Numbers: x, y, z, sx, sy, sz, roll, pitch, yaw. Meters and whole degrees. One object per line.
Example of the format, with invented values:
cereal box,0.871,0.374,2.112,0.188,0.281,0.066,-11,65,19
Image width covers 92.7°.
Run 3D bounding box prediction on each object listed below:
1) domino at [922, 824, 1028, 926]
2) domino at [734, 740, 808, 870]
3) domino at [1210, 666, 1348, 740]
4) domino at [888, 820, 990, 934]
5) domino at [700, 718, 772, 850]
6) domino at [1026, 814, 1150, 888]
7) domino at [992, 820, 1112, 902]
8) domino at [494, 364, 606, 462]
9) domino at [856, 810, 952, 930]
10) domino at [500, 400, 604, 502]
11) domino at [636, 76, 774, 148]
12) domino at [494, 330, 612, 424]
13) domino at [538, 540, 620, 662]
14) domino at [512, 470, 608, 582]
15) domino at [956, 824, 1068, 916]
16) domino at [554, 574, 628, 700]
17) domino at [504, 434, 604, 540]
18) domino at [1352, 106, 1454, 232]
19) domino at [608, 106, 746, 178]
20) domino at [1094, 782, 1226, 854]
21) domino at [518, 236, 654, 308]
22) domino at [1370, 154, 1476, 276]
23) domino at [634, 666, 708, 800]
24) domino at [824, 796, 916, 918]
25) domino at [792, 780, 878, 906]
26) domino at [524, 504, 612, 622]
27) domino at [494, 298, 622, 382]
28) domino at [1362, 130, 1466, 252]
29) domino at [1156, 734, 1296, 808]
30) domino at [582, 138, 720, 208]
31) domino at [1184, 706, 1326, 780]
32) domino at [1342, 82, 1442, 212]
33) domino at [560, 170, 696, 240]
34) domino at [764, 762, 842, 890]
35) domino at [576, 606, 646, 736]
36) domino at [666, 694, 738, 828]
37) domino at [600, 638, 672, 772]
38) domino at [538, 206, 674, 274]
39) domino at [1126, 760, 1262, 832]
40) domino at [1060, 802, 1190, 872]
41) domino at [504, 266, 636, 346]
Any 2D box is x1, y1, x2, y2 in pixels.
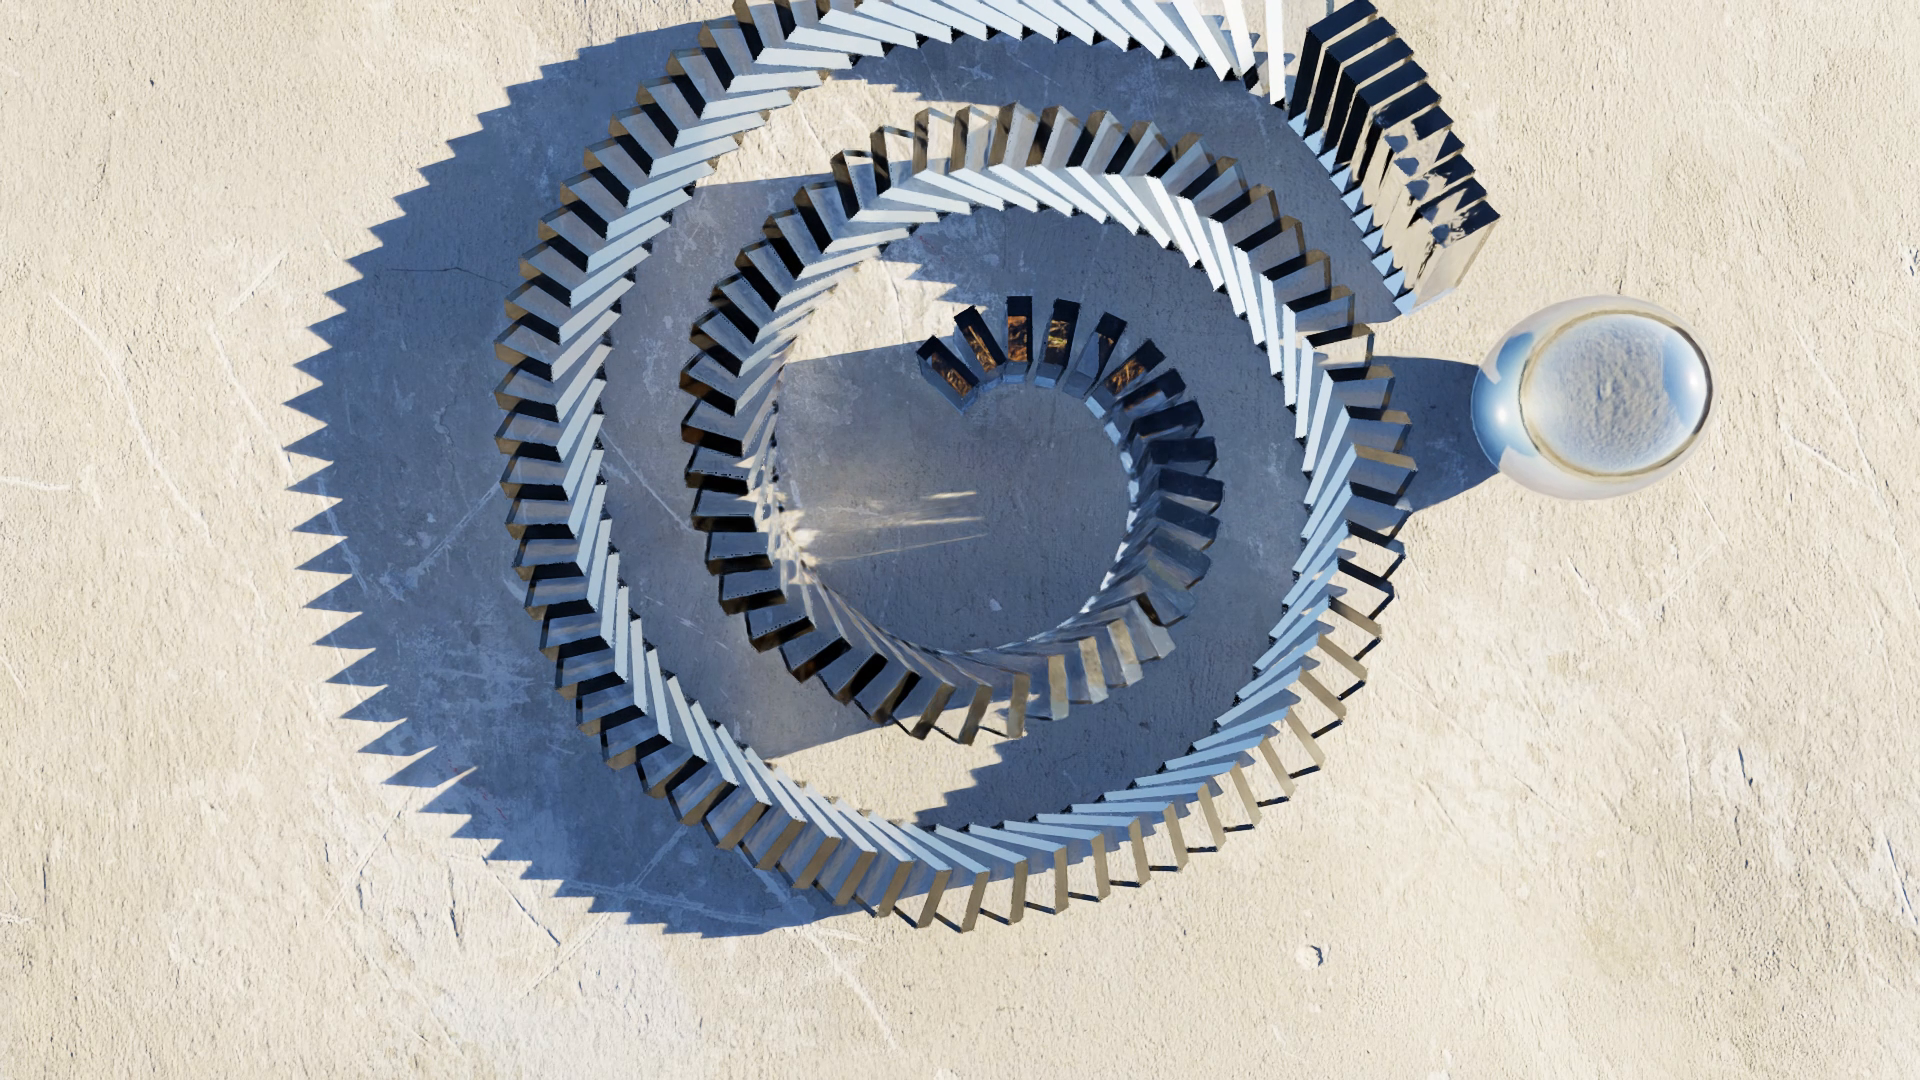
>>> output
domino,0.004,0.138,0.380,0.050,0.010,0.025,6,90,40
domino,-0.087,0.110,0.381,0.050,0.009,0.025,38,90,39
domino,0.131,0.075,0.380,0.025,0.009,0.050,42,131,0
domino,-0.012,0.139,0.380,0.050,0.009,0.025,16,91,40
domino,-0.100,0.101,0.381,0.025,0.009,0.050,-47,51,0
domino,0.052,0.128,0.381,0.050,0.010,0.025,-12,90,39
domino,0.037,0.133,0.381,0.050,0.009,0.025,-7,90,39
domino,-0.169,-0.055,0.381,0.025,0.009,0.050,9,51,0
domino,-0.028,0.136,0.380,0.050,0.009,0.025,22,91,40
domino,-0.168,-0.039,0.381,0.025,0.010,0.050,3,51,0
domino,-0.105,-0.181,0.381,0.050,0.009,0.025,-38,90,-39
domino,-0.168,-0.071,0.380,0.025,0.010,0.050,14,50,0
domino,-0.157,0.024,0.380,0.025,0.009,0.050,-13,51,0
domino,-0.165,-0.007,0.381,0.025,0.009,0.050,-5,51,0
domino,0.021,0.136,0.380,0.050,0.010,0.025,-2,90,39
domino,-0.152,0.040,0.380,0.025,0.009,0.050,-17,50,1
domino,-0.167,-0.023,0.381,0.025,0.009,0.050,-1,51,0
domino,0.180,-0.150,0.375,0.025,0.050,0.010,-29,70,0
domino,-0.117,-0.170,0.381,0.025,0.009,0.050,49,51,0
domino,0.082,0.117,0.380,0.050,0.009,0.025,-20,90,40
domino,-0.154,-0.118,0.380,0.025,0.009,0.050,34,51,0
domino,0.188,-0.132,0.375,0.025,0.050,0.010,-29,70,0
domino,-0.124,0.079,0.380,0.025,0.009,0.050,-38,50,0
domino,-0.043,0.131,0.380,0.050,0.010,0.025,26,91,40
domino,-0.059,0.125,0.380,0.050,0.010,0.025,31,90,39
domino,-0.162,0.009,0.381,0.025,0.009,0.050,-8,51,0
domino,-0.166,-0.088,0.380,0.025,0.009,0.050,24,50,0
domino,0.184,-0.141,0.375,0.025,0.050,0.010,-30,70,0
domino,0.109,0.100,0.380,0.050,0.010,0.025,-29,91,40
domino,-0.127,-0.158,0.381,0.025,0.009,0.050,45,51,0
domino,0.122,0.090,0.380,0.050,0.010,0.025,-35,91,40
domino,0.175,-0.159,0.375,0.025,0.050,0.009,-29,70,0
domino,-0.137,-0.145,0.381,0.025,0.009,0.050,41,51,0
domino,-0.073,0.118,0.381,0.050,0.010,0.025,34,90,39
domino,-0.145,0.054,0.380,0.025,0.010,0.050,-21,50,1
domino,-0.113,0.091,0.380,0.025,0.009,0.050,-42,51,0
domino,-0.137,0.067,0.380,0.025,0.009,0.050,-27,50,0
domino,-0.146,-0.132,0.381,0.025,0.009,0.050,38,51,0
domino,0.096,0.109,0.380,0.050,0.009,0.025,-24,91,40
domino,0.067,0.123,0.380,0.050,0.009,0.025,-16,90,40
domino,-0.161,-0.104,0.380,0.025,0.009,0.050,29,51,0
